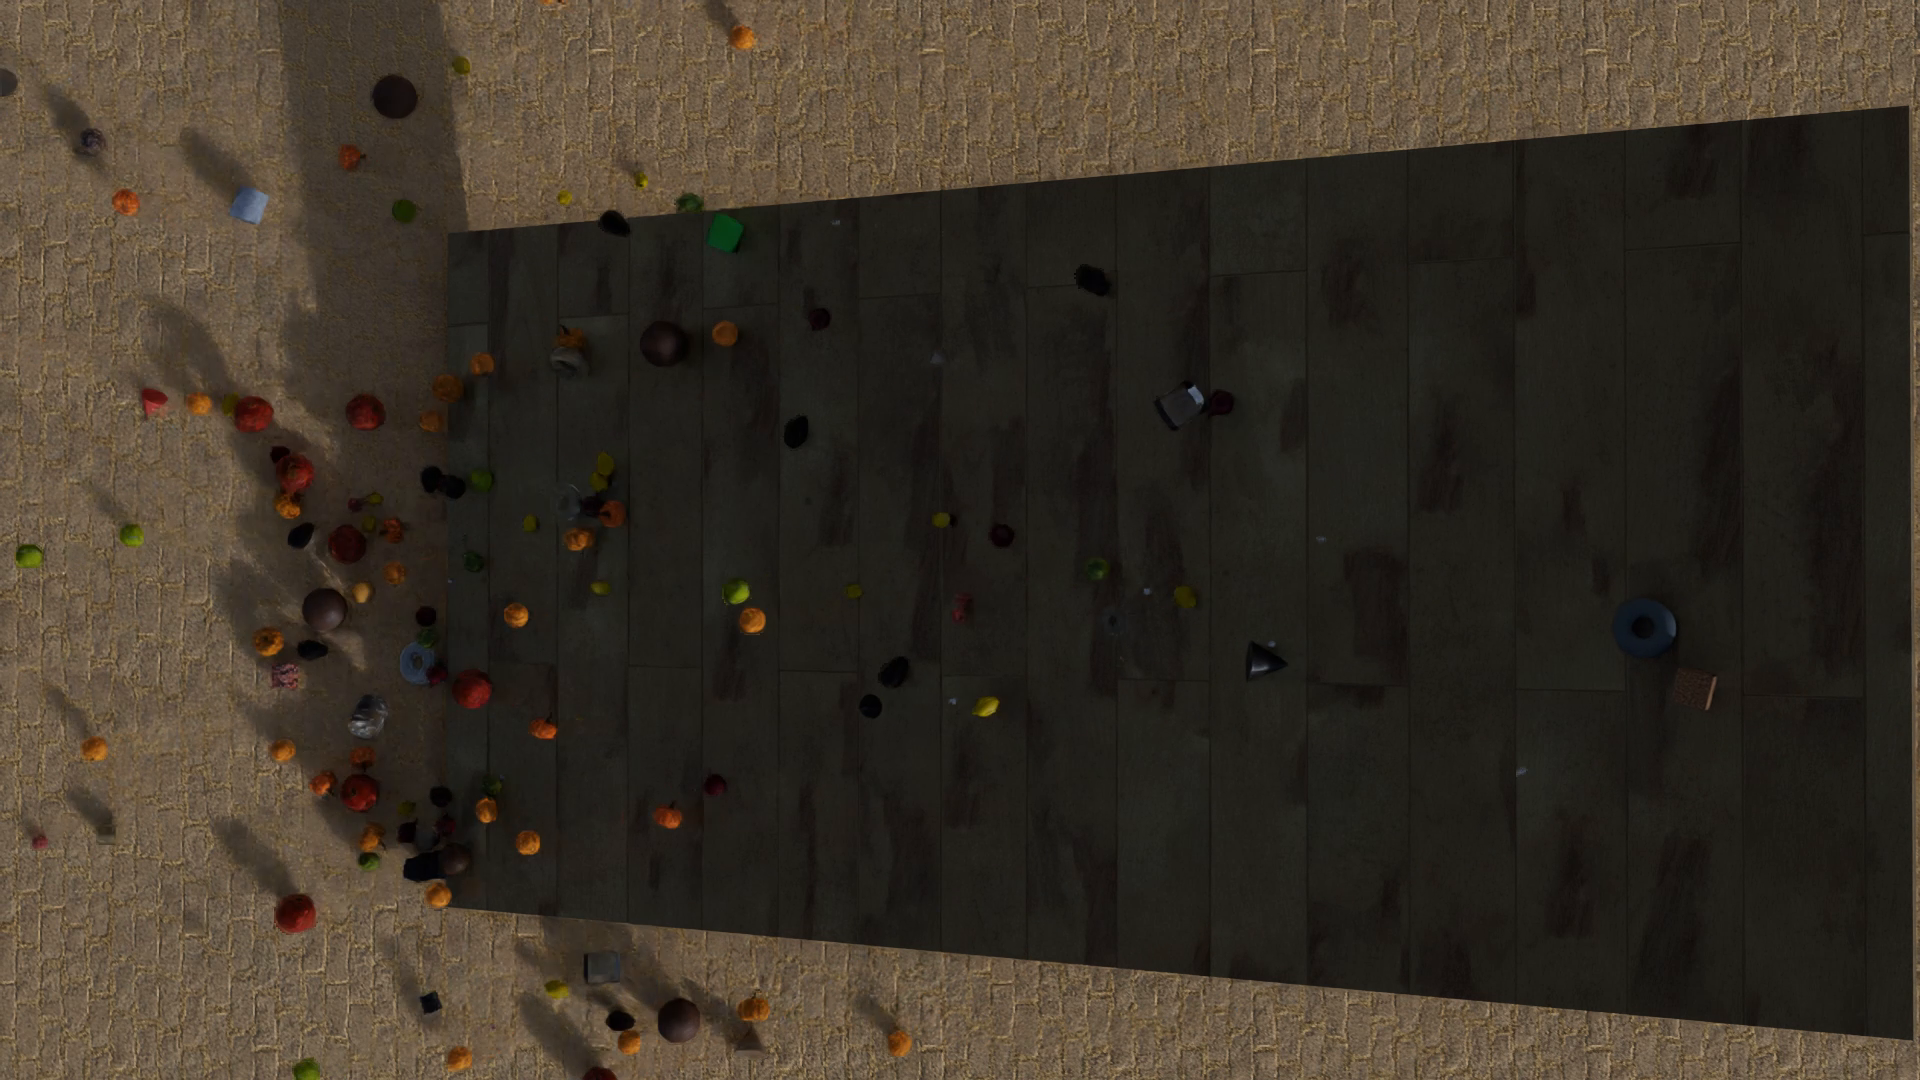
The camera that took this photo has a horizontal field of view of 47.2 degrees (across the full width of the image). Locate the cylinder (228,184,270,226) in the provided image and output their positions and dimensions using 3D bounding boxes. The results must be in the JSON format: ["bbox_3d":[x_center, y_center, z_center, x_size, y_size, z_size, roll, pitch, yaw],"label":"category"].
[{"bbox_3d":[-2.127,-1.001,6.580,0.093,0.093,0.093,20,86,0],"label":"cylinder"}]

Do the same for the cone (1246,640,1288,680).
[{"bbox_3d":[0.751,0.298,5.335,0.100,0.100,0.100,5,89,0],"label":"cone"}]

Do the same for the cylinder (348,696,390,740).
[{"bbox_3d":[-1.757,0.528,6.541,0.093,0.093,0.093,13,49,0],"label":"cylinder"}]

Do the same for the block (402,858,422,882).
[{"bbox_3d":[-1.614,0.979,6.538,0.054,0.054,0.054,14,99,25],"label":"block"}]

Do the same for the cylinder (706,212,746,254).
[{"bbox_3d":[-0.645,-0.843,6.039,0.086,0.086,0.086,23,102,0],"label":"cylinder"}]

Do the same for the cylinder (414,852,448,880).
[{"bbox_3d":[-1.555,0.961,6.492,0.080,0.080,0.080,-10,89,27],"label":"cylinder"}]

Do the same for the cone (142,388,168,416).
[{"bbox_3d":[-2.432,-0.400,6.608,0.077,0.077,0.077,30,116,0],"label":"cone"}]

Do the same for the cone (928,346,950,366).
[{"bbox_3d":[-0.046,-0.470,5.763,0.058,0.058,0.058,32,89,-4],"label":"cone"}]

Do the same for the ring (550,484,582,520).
[{"bbox_3d":[-1.133,-0.109,6.312,0.108,0.036,0.108,-1,89,29],"label":"ring"}]

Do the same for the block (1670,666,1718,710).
[{"bbox_3d":[1.626,0.329,4.868,0.076,0.076,0.076,15,96,27],"label":"block"}]

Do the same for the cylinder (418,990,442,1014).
[{"bbox_3d":[-1.579,1.376,6.554,0.053,0.053,0.053,-20,92,0],"label":"cylinder"}]

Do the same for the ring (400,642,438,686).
[{"bbox_3d":[-1.613,0.367,6.551,0.131,0.044,0.131,-1,87,24],"label":"ring"}]

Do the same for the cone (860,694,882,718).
[{"bbox_3d":[-0.253,0.444,5.837,0.066,0.066,0.066,0,89,27],"label":"cone"}]

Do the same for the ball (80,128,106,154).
[{"bbox_3d":[-2.601,-1.197,6.595,0.077,0.077,0.077,0,89,0],"label":"ball"}]

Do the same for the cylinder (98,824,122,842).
[{"bbox_3d":[-2.545,0.879,6.583,0.055,0.055,0.055,0,89,2],"label":"cylinder"}]

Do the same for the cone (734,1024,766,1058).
[{"bbox_3d":[-0.625,1.492,6.584,0.094,0.094,0.094,3,63,0],"label":"cone"}]

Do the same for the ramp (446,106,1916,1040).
[{"bbox_3d":[0.278,0.079,5.662,4.000,0.100,2.000,0,89,27],"label":"ramp"}]

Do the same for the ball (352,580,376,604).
[{"bbox_3d":[-1.787,0.155,6.584,0.070,0.070,0.070,0,89,0],"label":"ball"}]

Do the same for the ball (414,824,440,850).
[{"bbox_3d":[-1.578,0.880,6.508,0.078,0.078,0.078,0,89,0],"label":"ball"}]

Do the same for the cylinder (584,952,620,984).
[{"bbox_3d":[-1.068,1.277,6.561,0.093,0.093,0.093,-4,89,0],"label":"cylinder"}]

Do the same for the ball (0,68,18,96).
[{"bbox_3d":[-2.870,-1.373,6.594,0.083,0.083,0.083,0,89,0],"label":"ball"}]

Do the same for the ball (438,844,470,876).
[{"bbox_3d":[-1.483,0.937,6.446,0.096,0.096,0.096,0,89,0],"label":"ball"}]

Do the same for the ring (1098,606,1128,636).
[{"bbox_3d":[0.385,0.204,5.535,0.078,0.026,0.078,-1,89,29],"label":"ring"}]

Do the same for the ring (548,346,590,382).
[{"bbox_3d":[-1.111,-0.500,6.246,0.123,0.123,0.041,22,53,0],"label":"ring"}]

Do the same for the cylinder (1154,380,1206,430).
[{"bbox_3d":[0.544,-0.332,5.421,0.092,0.092,0.092,-29,89,28],"label":"cylinder"}]

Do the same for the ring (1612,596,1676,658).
[{"bbox_3d":[1.535,0.197,4.933,0.139,0.046,0.139,-1,88,28],"label":"ring"}]
